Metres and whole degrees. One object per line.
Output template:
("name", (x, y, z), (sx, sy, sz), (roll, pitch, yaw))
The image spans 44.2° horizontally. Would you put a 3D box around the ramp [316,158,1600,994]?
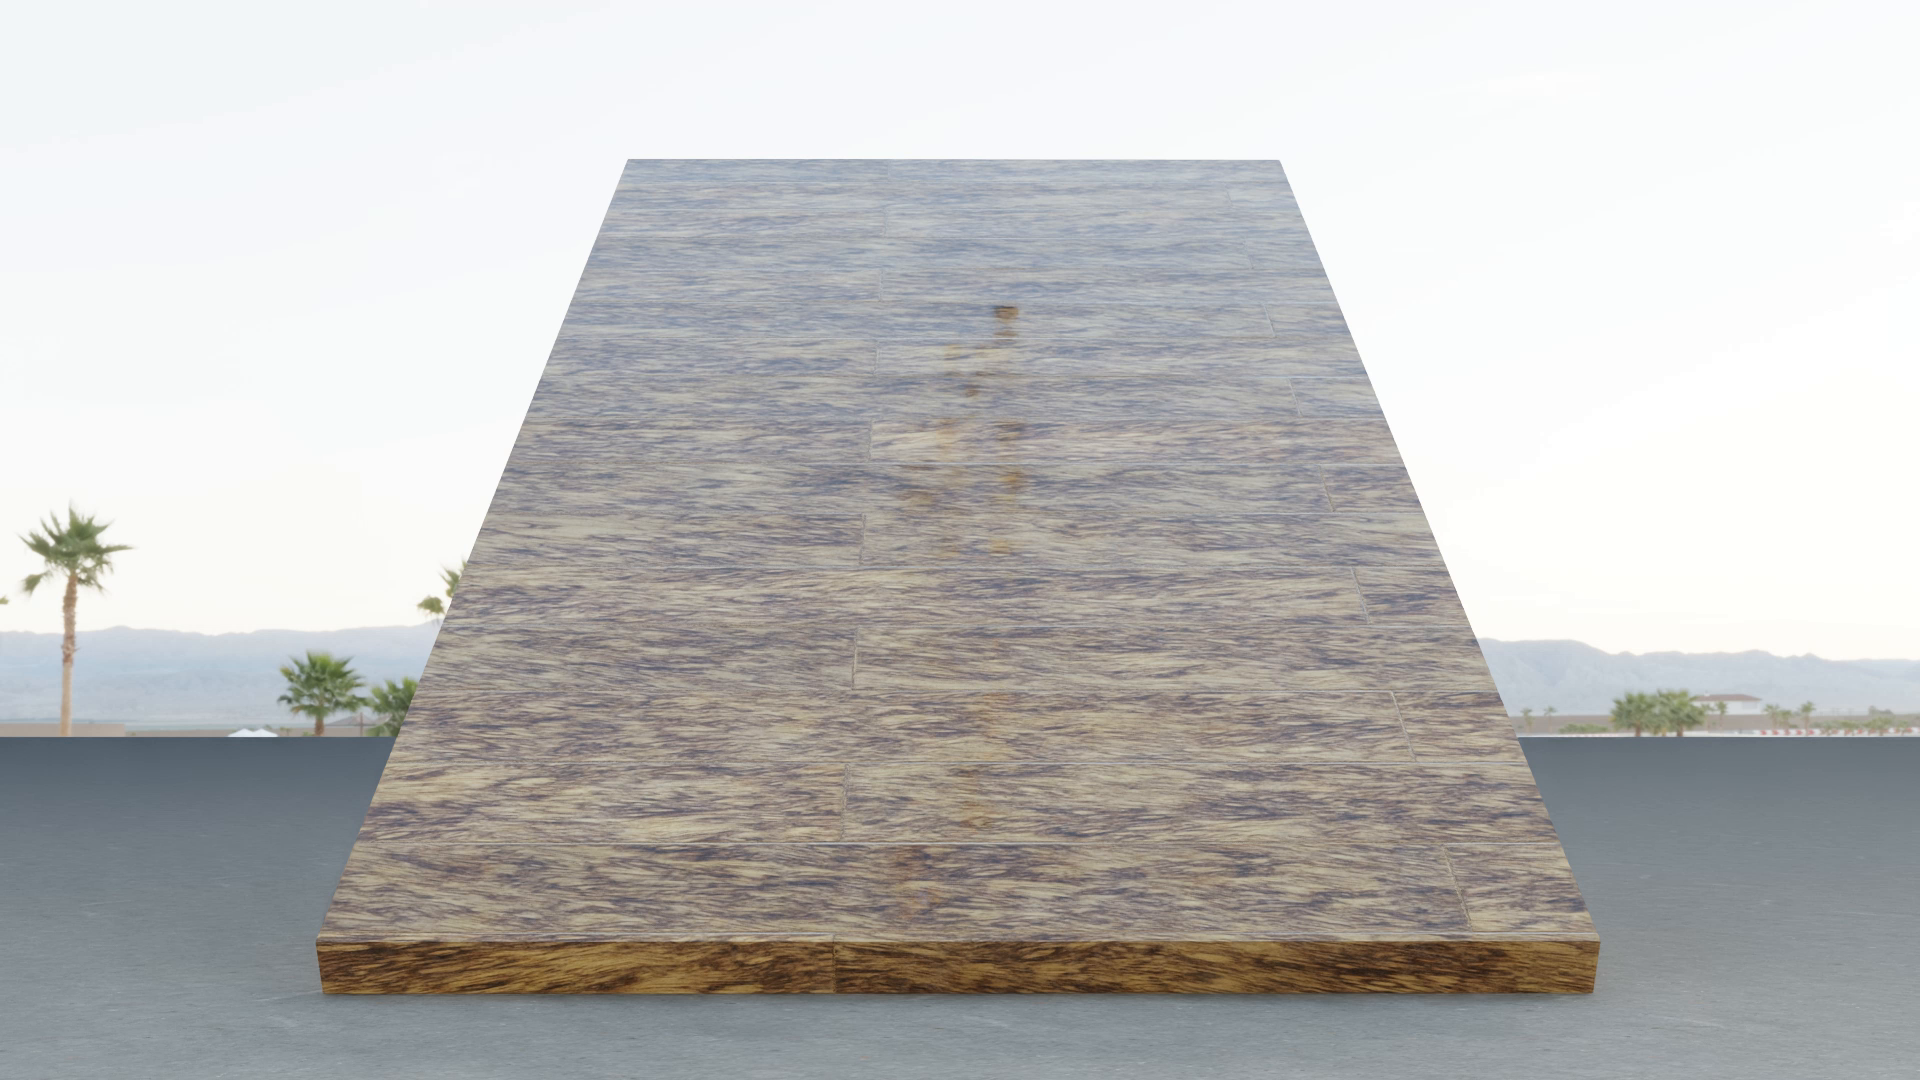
("ramp", (-0.010, -0.227, 5.491), (2.000, 0.100, 4.000), (0, 27, 0))
